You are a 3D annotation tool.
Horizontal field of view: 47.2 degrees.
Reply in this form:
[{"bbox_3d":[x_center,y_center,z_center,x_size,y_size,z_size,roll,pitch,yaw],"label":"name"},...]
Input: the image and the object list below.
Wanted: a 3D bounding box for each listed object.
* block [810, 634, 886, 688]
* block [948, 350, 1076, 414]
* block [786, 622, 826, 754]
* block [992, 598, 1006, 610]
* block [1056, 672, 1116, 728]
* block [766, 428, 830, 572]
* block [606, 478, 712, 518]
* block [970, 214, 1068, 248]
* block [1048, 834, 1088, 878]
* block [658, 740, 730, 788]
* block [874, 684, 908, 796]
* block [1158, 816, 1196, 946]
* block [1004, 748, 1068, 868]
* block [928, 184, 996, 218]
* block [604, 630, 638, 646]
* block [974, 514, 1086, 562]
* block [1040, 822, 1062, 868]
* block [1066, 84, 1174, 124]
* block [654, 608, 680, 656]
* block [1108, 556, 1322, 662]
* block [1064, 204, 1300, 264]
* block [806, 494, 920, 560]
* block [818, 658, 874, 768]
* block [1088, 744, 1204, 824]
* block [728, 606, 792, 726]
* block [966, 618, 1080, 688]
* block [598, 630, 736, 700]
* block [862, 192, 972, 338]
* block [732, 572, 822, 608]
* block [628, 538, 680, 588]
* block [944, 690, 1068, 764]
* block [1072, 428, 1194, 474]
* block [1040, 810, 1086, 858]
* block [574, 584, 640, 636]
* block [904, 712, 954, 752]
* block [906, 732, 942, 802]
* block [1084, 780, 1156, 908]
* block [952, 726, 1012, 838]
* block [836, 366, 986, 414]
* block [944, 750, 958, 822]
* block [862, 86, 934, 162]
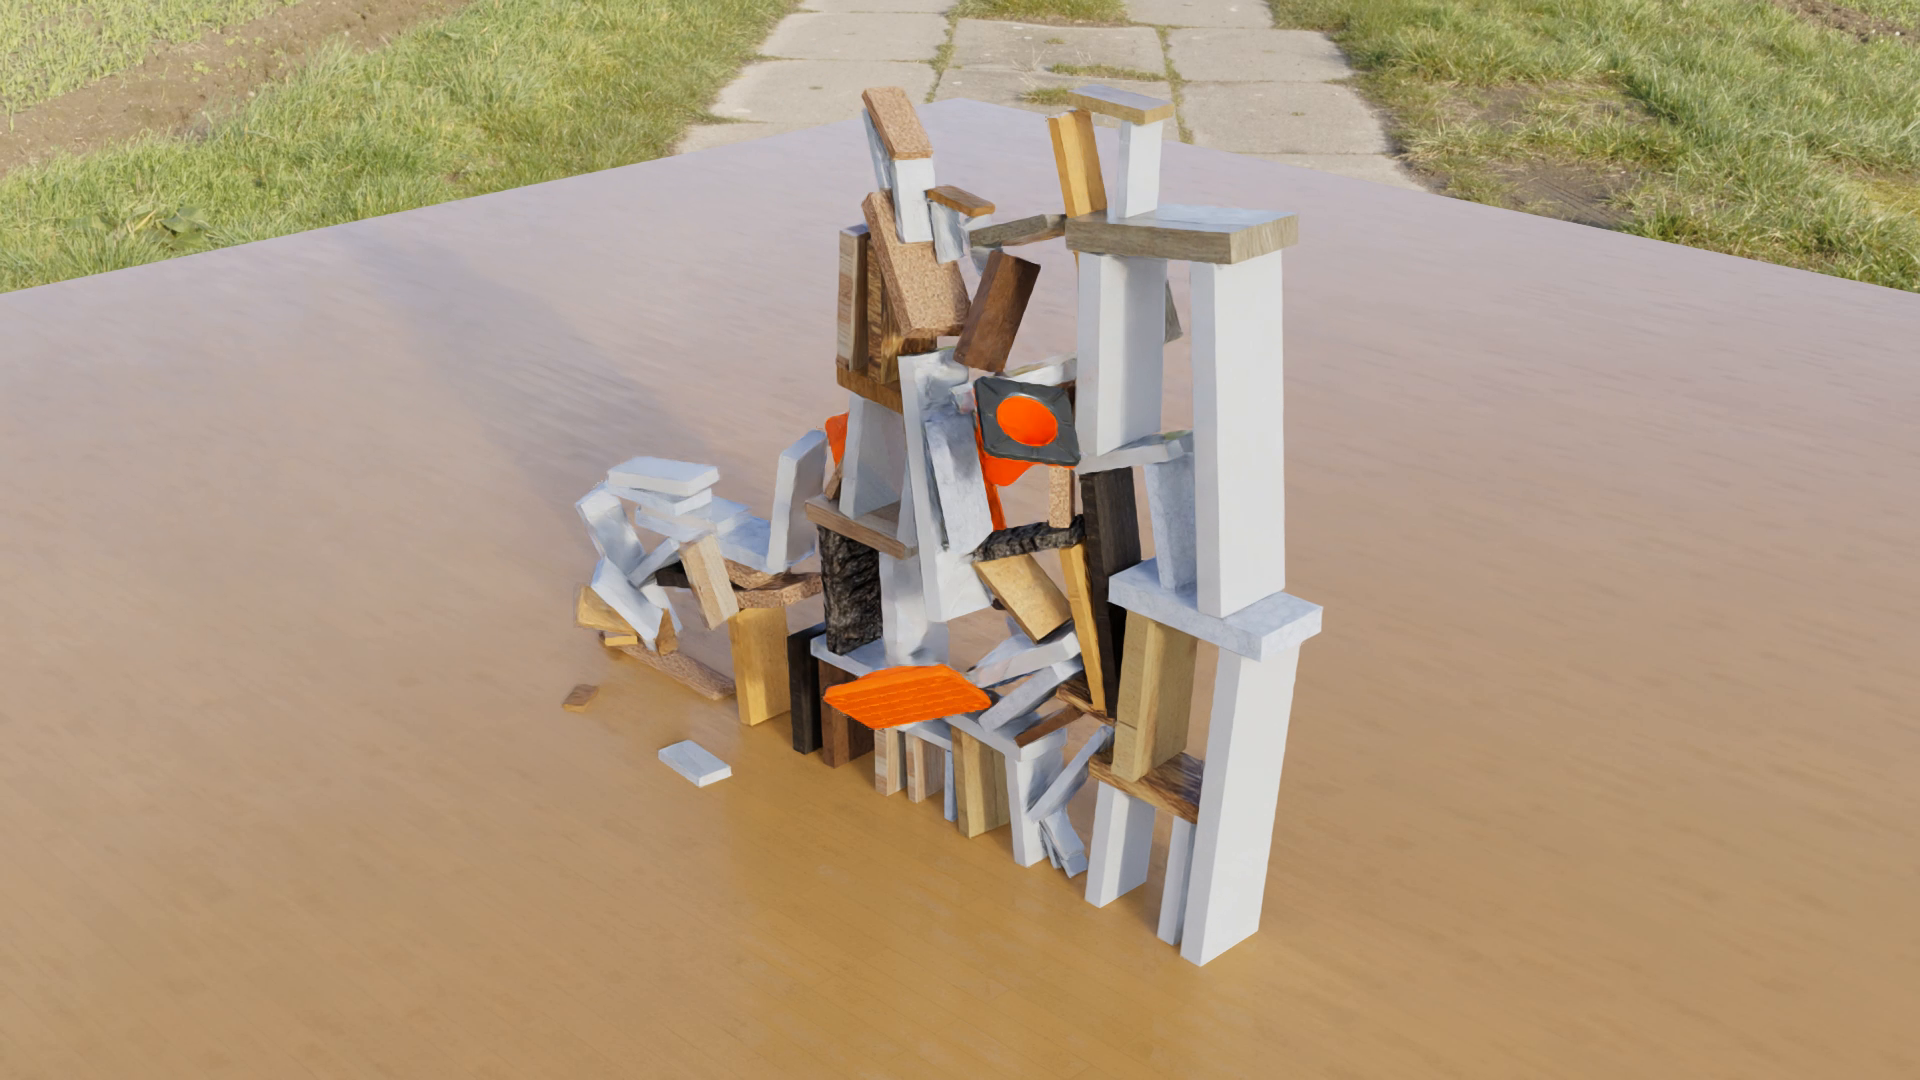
[{"bbox_3d":[-0.181,0.239,4.527,0.244,0.035,0.122,21,31,40],"label":"block"},{"bbox_3d":[0.109,-0.281,3.884,0.248,0.035,0.124,-17,10,-3],"label":"block"},{"bbox_3d":[-0.300,0.312,4.687,0.132,0.264,0.037,-21,29,-41],"label":"block"},{"bbox_3d":[0.108,0.105,4.176,0.056,0.016,0.113,-53,22,-22],"label":"block"},{"bbox_3d":[0.265,0.299,4.037,0.163,0.023,0.081,26,33,33],"label":"block"},{"bbox_3d":[-0.339,-0.082,4.600,0.039,0.275,0.138,22,34,18],"label":"block"},{"bbox_3d":[-0.666,-0.111,4.853,0.219,0.031,0.109,19,32,34],"label":"block"},{"bbox_3d":[0.123,-0.541,3.849,0.104,0.029,0.208,-8,3,-38],"label":"block"},{"bbox_3d":[0.210,0.599,4.245,0.048,0.095,0.014,-19,-13,-36],"label":"block"},{"bbox_3d":[-0.559,0.469,4.627,0.078,0.022,0.157,-18,29,-36],"label":"block"},{"bbox_3d":[-0.119,0.392,4.524,0.035,0.244,0.122,21,31,41],"label":"block"},{"bbox_3d":[0.432,0.597,4.008,0.134,0.268,0.038,-21,37,-41],"label":"block"},{"bbox_3d":[0.151,0.505,4.264,0.117,0.233,0.033,-21,24,-35],"label":"block"},{"bbox_3d":[0.002,-0.604,3.913,0.112,0.016,0.056,29,33,33],"label":"block"},{"bbox_3d":[-0.804,0.207,5.194,0.072,0.020,0.144,-4,23,-10],"label":"block"},{"bbox_3d":[0.128,-0.003,3.962,0.190,0.027,0.095,-11,15,23],"label":"block"},{"bbox_3d":[0.190,0.584,4.266,0.048,0.095,0.014,-19,3,-36],"label":"block"},{"bbox_3d":[0.264,-0.719,3.627,0.162,0.023,0.081,22,32,35],"label":"block"},{"bbox_3d":[-0.685,0.211,5.073,0.050,0.100,0.014,-26,24,-31],"label":"block"},{"bbox_3d":[0.438,0.110,3.793,0.334,0.047,0.167,22,31,39],"label":"block"},{"bbox_3d":[0.362,-0.507,3.618,0.176,0.050,0.352,-21,24,-41],"label":"block"},{"bbox_3d":[-0.159,-0.041,4.360,0.142,0.040,0.283,-24,33,-39],"label":"block"},{"bbox_3d":[-0.236,0.346,4.632,0.035,0.244,0.122,19,30,40],"label":"block"},{"bbox_3d":[0.379,0.434,3.997,0.268,0.038,0.134,21,31,41],"label":"block"},{"bbox_3d":[-0.433,0.259,4.809,0.132,0.264,0.037,-21,23,-40],"label":"block"},{"bbox_3d":[0.146,0.200,4.072,0.269,0.038,0.135,-22,11,47],"label":"block"},{"bbox_3d":[-0.677,0.277,5.083,0.072,0.020,0.445,-20,30,-39],"label":"block"},{"bbox_3d":[-0.074,-0.499,3.980,0.138,0.275,0.039,-7,-19,-32],"label":"block"},{"bbox_3d":[-0.412,0.110,4.726,0.132,0.037,0.264,-21,12,-42],"label":"block"},{"bbox_3d":[-0.654,0.038,4.959,0.117,0.033,0.234,-24,-9,-40],"label":"block"},{"bbox_3d":[0.088,0.359,4.266,0.117,0.033,0.233,-18,27,-35],"label":"block"},{"bbox_3d":[0.311,-0.154,3.816,0.220,0.031,0.110,-7,11,46],"label":"block"},{"bbox_3d":[0.197,0.565,4.229,0.048,0.014,0.095,-10,52,-32],"label":"block"},{"bbox_3d":[-0.802,0.166,5.108,0.186,0.093,0.026,12,-28,-31],"label":"block"},{"bbox_3d":[-0.040,0.381,4.432,0.155,0.022,0.077,19,30,40],"label":"block"},{"bbox_3d":[-0.074,0.451,4.497,0.022,0.155,0.077,16,28,39],"label":"block"},{"bbox_3d":[0.306,0.547,4.124,0.134,0.268,0.038,-21,37,-41],"label":"block"},{"bbox_3d":[0.047,0.463,4.368,0.117,0.233,0.033,-16,21,-33],"label":"block"},{"bbox_3d":[-0.094,-0.290,4.153,0.136,0.039,0.273,-21,33,-36],"label":"block"},{"bbox_3d":[0.005,0.482,4.426,0.077,0.155,0.022,-21,32,-40],"label":"block"},{"bbox_3d":[-0.112,-0.749,3.946,0.077,0.022,0.154,-10,62,-29],"label":"block"}]
